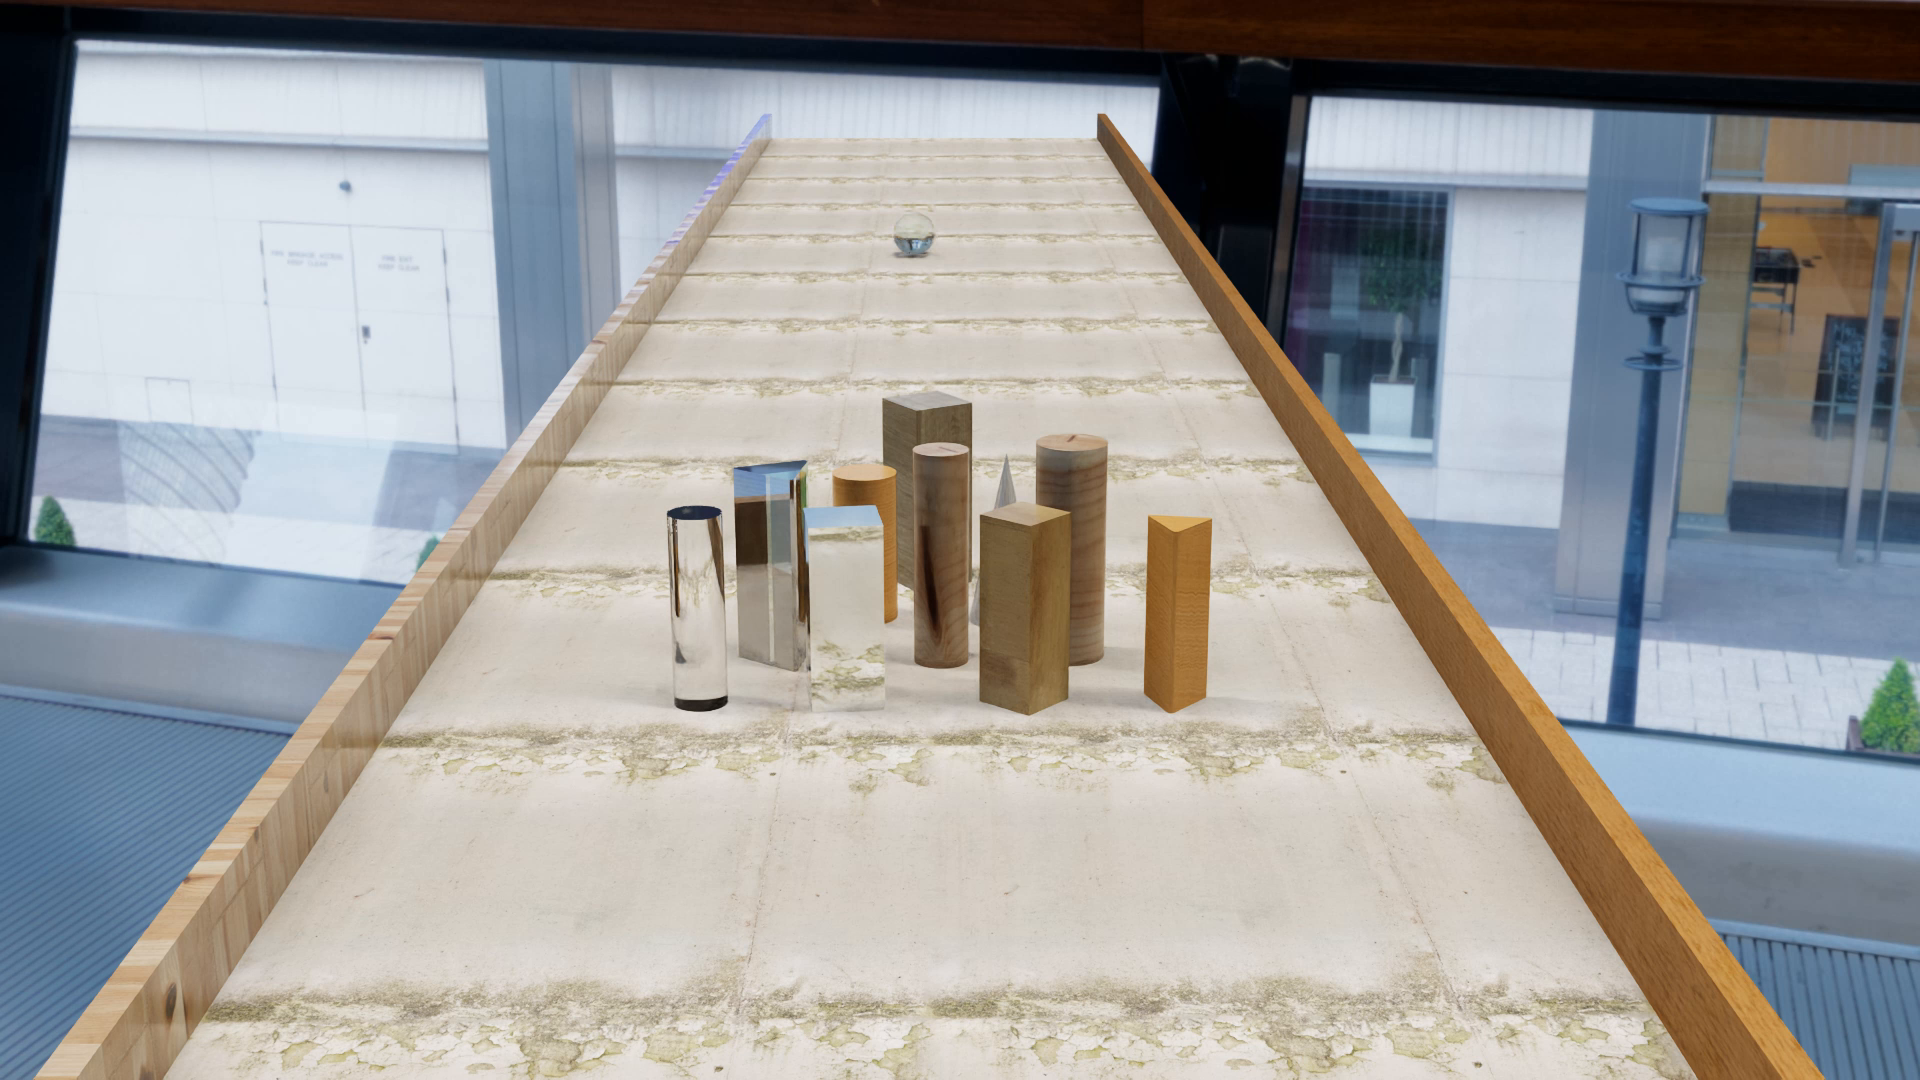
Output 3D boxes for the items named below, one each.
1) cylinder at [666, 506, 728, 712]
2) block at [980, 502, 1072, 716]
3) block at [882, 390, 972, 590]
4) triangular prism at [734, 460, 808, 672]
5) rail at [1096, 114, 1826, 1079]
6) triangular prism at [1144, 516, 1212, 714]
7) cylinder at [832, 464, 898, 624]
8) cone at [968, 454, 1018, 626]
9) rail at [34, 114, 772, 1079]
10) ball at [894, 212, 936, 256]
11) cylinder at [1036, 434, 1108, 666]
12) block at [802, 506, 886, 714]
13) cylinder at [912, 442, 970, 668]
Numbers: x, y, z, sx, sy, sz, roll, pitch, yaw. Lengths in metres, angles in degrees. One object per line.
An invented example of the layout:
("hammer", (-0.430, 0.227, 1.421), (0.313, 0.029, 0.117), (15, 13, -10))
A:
("cylinder", (-0.493, 0.129, 4.135), (0.103, 0.375, 0.103), (0, 17, 0))
("block", (0.122, 0.128, 4.148), (0.121, 0.370, 0.121), (14, 21, 39))
("block", (-0.072, -0.109, 4.874), (0.144, 0.410, 0.144), (-10, 19, -31))
("triangular prism", (-0.346, 0.044, 4.388), (0.152, 0.393, 0.132), (12, 20, 35))
("rail", (0.932, -0.844, 7.801), (0.050, 0.150, 12.000), (0, 17, -1))
("triangular prism", (0.394, 0.133, 4.154), (0.103, 0.356, 0.118), (14, 21, 38))
("cylinder", (-0.200, 0.010, 4.639), (0.135, 0.316, 0.135), (0, 17, 0))
("cone", (0.097, -0.008, 4.615), (0.157, 0.364, 0.157), (0, 17, 0))
("rail", (-1.118, -0.838, 7.780), (0.050, 0.150, 12.000), (0, 17, -1))
("ball", (-0.192, -1.287, 9.240), (0.178, 0.178, 0.178), (0, 17, 0))
("cylinder", (0.220, 0.019, 4.385), (0.142, 0.442, 0.142), (0, 17, 0))
("block", (-0.219, 0.130, 4.153), (0.138, 0.363, 0.138), (-2, 17, -8))
("cylinder", (-0.037, 0.032, 4.357), (0.110, 0.435, 0.110), (0, 17, 0))
